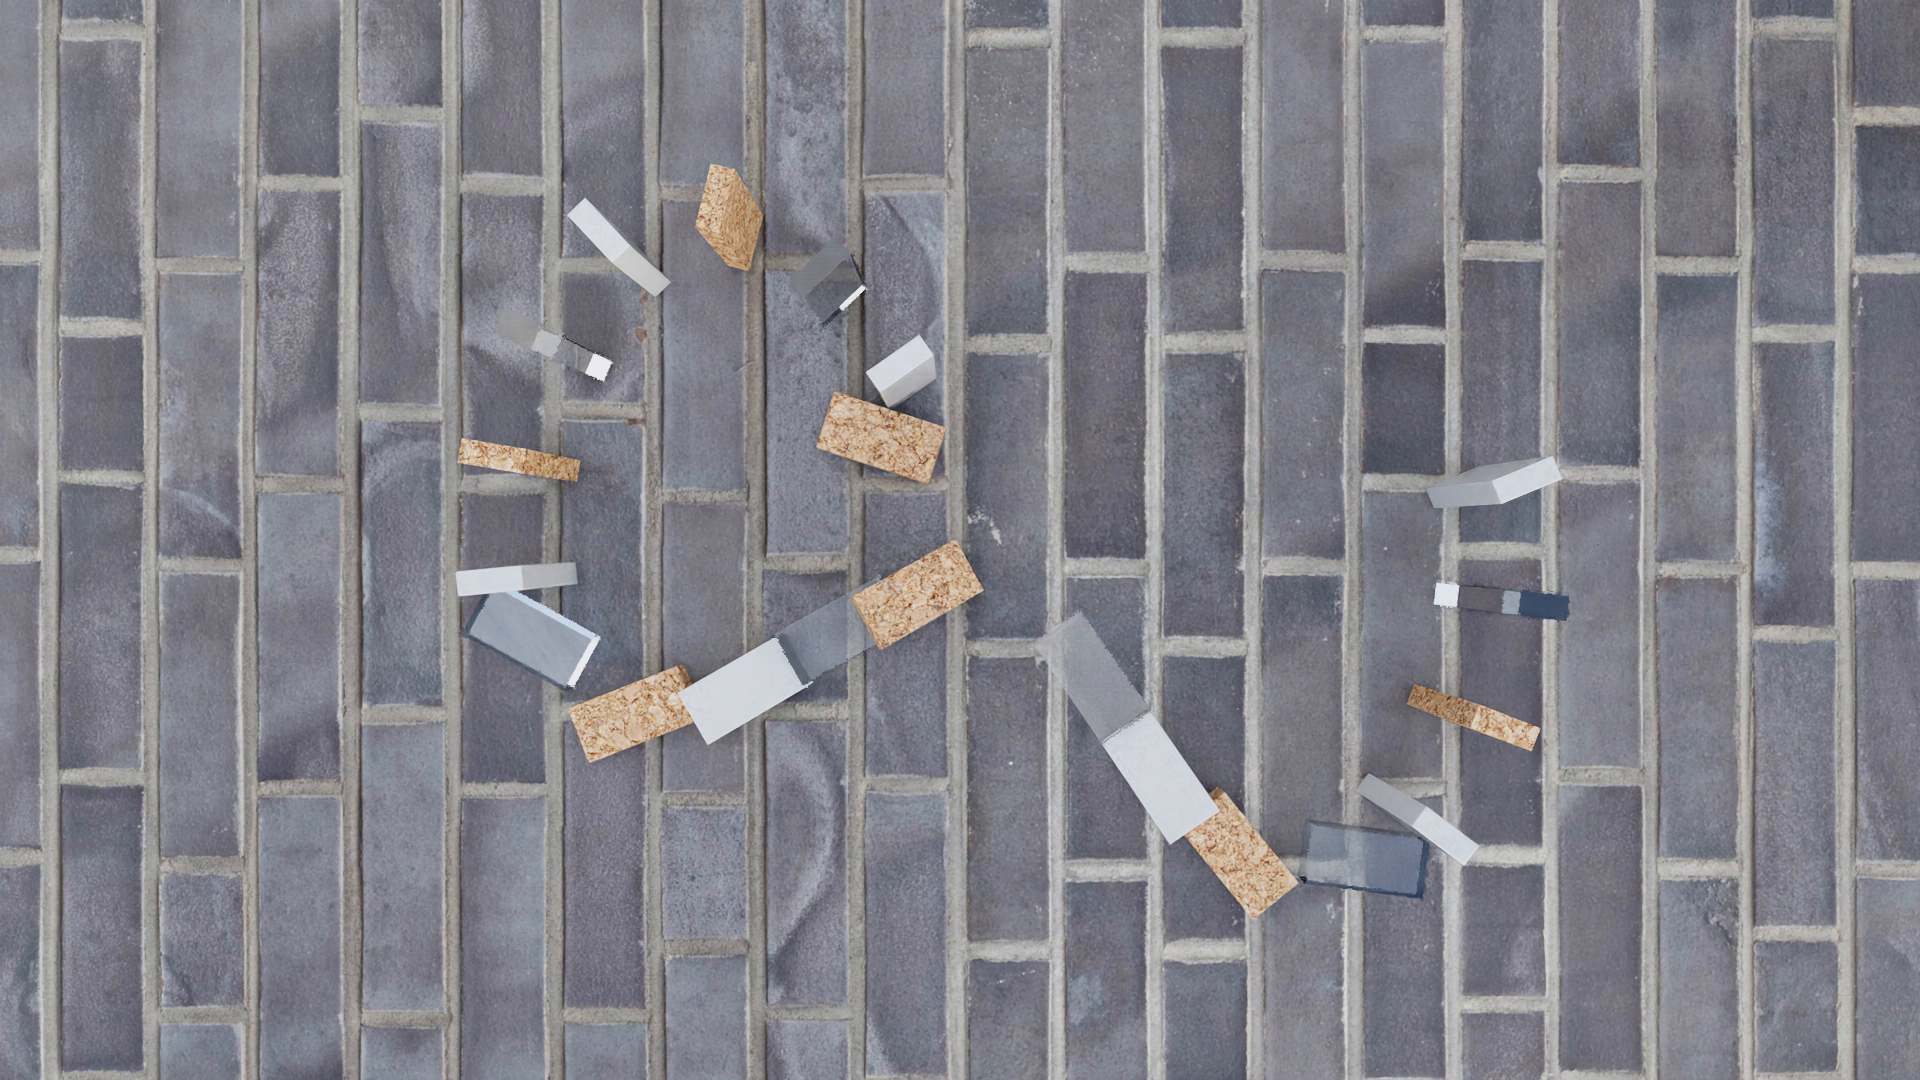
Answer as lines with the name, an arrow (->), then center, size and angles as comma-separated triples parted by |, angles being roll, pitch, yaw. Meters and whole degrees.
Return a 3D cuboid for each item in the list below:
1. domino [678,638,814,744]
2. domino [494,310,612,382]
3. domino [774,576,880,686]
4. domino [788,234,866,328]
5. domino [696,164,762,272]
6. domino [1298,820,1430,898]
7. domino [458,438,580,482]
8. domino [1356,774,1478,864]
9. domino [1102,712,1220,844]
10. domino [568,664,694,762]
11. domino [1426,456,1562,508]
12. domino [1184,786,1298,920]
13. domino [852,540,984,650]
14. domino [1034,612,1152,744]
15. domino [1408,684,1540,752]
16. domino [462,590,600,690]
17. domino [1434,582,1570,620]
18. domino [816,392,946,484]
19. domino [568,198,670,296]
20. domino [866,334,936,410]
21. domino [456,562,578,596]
domino -> -0.091, 0.063, 0.390 | 0.050, 0.010, 0.025 | -30, 90, -11
domino -> -0.165, -0.079, 0.375 | 0.025, 0.050, 0.009 | 23, 90, 0
domino -> -0.051, 0.038, 0.390 | 0.050, 0.010, 0.025 | -29, 90, -12
domino -> -0.054, -0.105, 0.375 | 0.025, 0.050, 0.010 | -43, 90, 0
domino -> -0.094, -0.131, 0.375 | 0.009, 0.050, 0.025 | 14, 90, 0
domino -> 0.174, 0.137, 0.395 | 0.050, 0.009, 0.025 | 7, 90, 0
domino -> -0.179, -0.032, 0.375 | 0.025, 0.050, 0.010 | 10, 90, 0
domino -> 0.186, 0.113, 0.375 | 0.025, 0.050, 0.010 | 37, 90, 0
domino -> 0.084, 0.100, 0.390 | 0.025, 0.010, 0.050 | -34, 78, 0
domino -> -0.139, 0.074, 0.395 | 0.050, 0.009, 0.025 | -21, 90, 0
domino -> 0.217, -0.023, 0.375 | 0.025, 0.050, 0.009 | -22, 90, 0
domino -> 0.119, 0.135, 0.395 | 0.025, 0.010, 0.050 | -39, 90, 0
domino -> -0.018, 0.023, 0.389 | 0.050, 0.009, 0.025 | -29, 90, -15
domino -> 0.056, 0.059, 0.391 | 0.025, 0.009, 0.050 | -34, 79, 0
domino -> 0.208, 0.072, 0.375 | 0.025, 0.050, 0.009 | 21, 90, 0
domino -> -0.185, 0.041, 0.395 | 0.050, 0.010, 0.025 | 29, 90, 0
domino -> 0.220, 0.025, 0.375 | 0.025, 0.050, 0.009 | 7, 90, 0
domino -> -0.034, -0.044, 0.395 | 0.050, 0.009, 0.025 | 18, 90, 0
domino -> -0.138, -0.118, 0.375 | 0.009, 0.050, 0.025 | -43, 90, 0
domino -> -0.023, -0.067, 0.375 | 0.025, 0.050, 0.009 | -35, 90, 0
domino -> -0.180, 0.016, 0.375 | 0.025, 0.050, 0.010 | -6, 90, 0
